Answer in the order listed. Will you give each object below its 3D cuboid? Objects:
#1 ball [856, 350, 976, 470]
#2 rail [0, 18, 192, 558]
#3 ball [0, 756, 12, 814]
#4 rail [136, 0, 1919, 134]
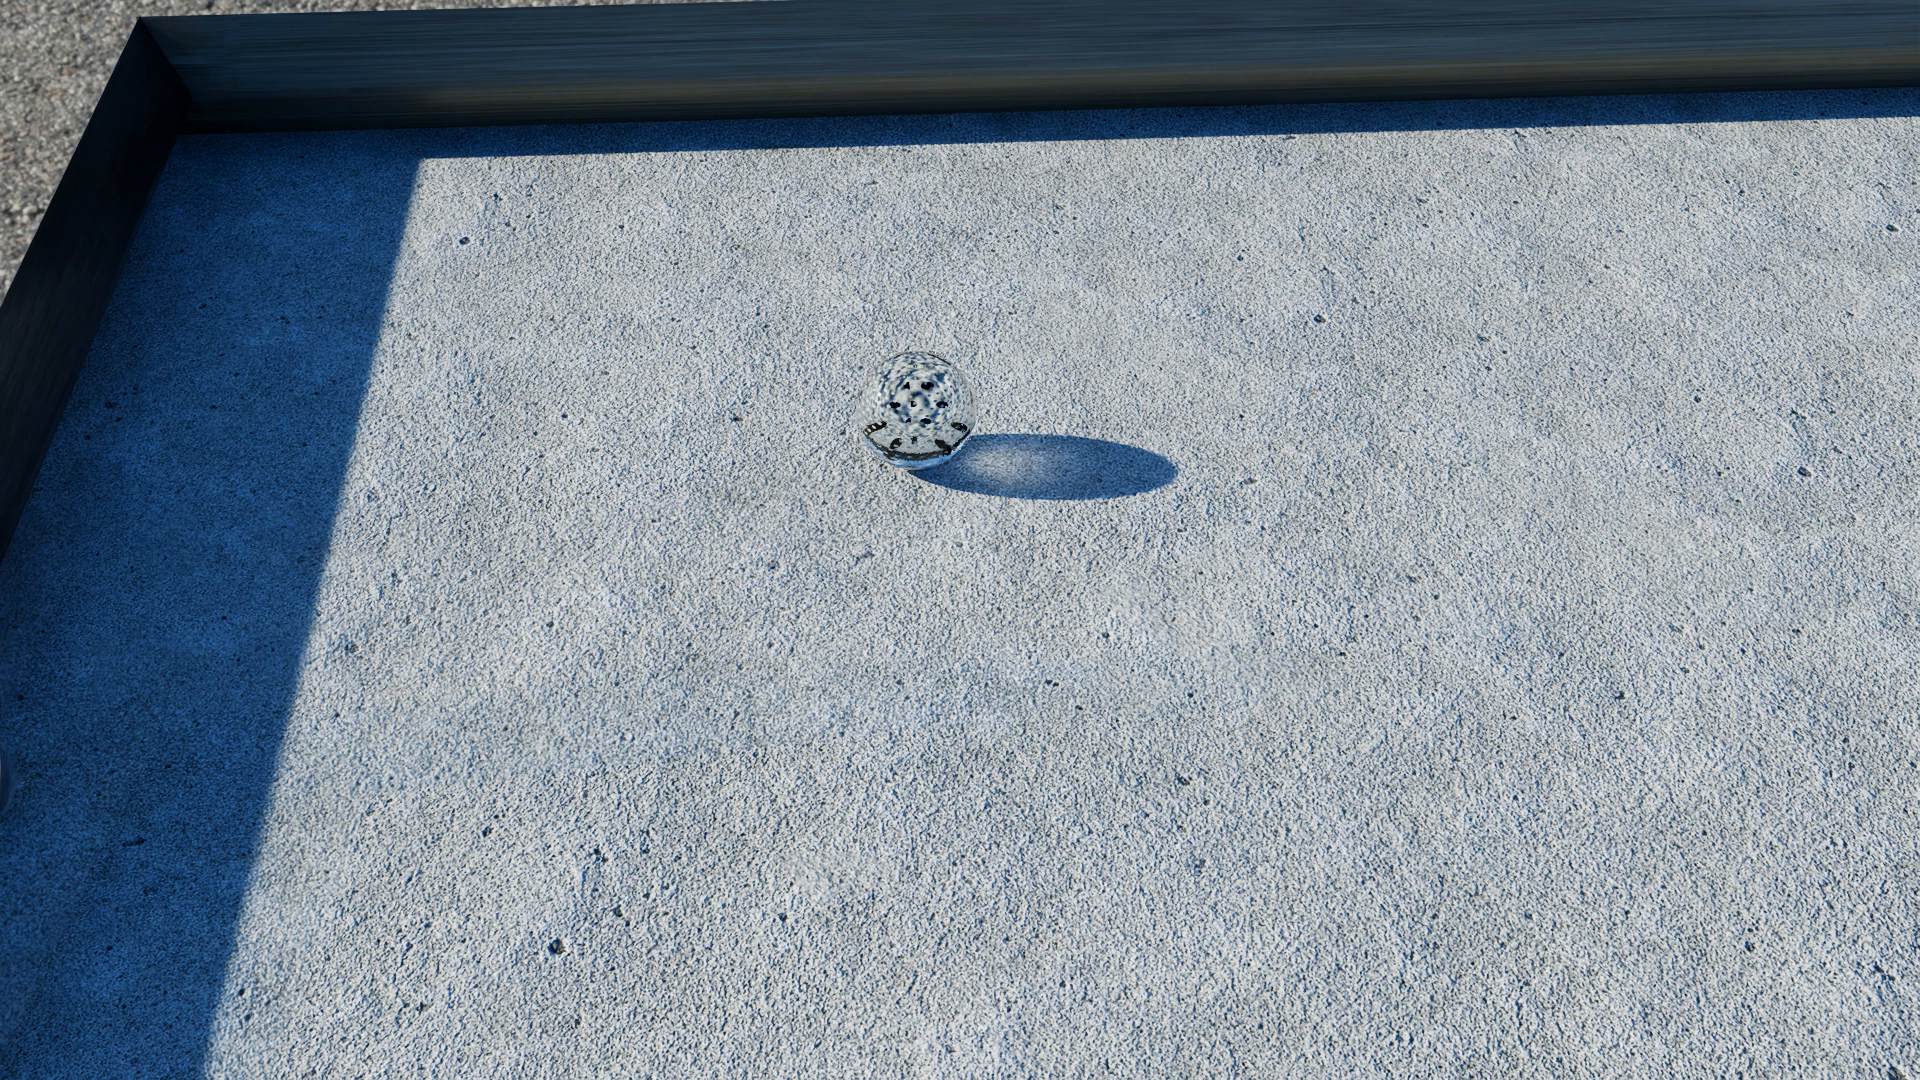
[{"bbox_3d":[-0.032,-0.094,1.874,0.088,0.088,0.088,0,36,0],"label":"ball"},{"bbox_3d":[-0.659,0.005,1.711,0.045,0.114,1.457,-2,36,-3],"label":"rail"},{"bbox_3d":[-0.607,0.149,1.558,0.058,0.058,0.058,0,36,0],"label":"ball"},{"bbox_3d":[0.639,-0.452,2.351,2.736,0.114,0.045,-2,36,-3],"label":"rail"}]
